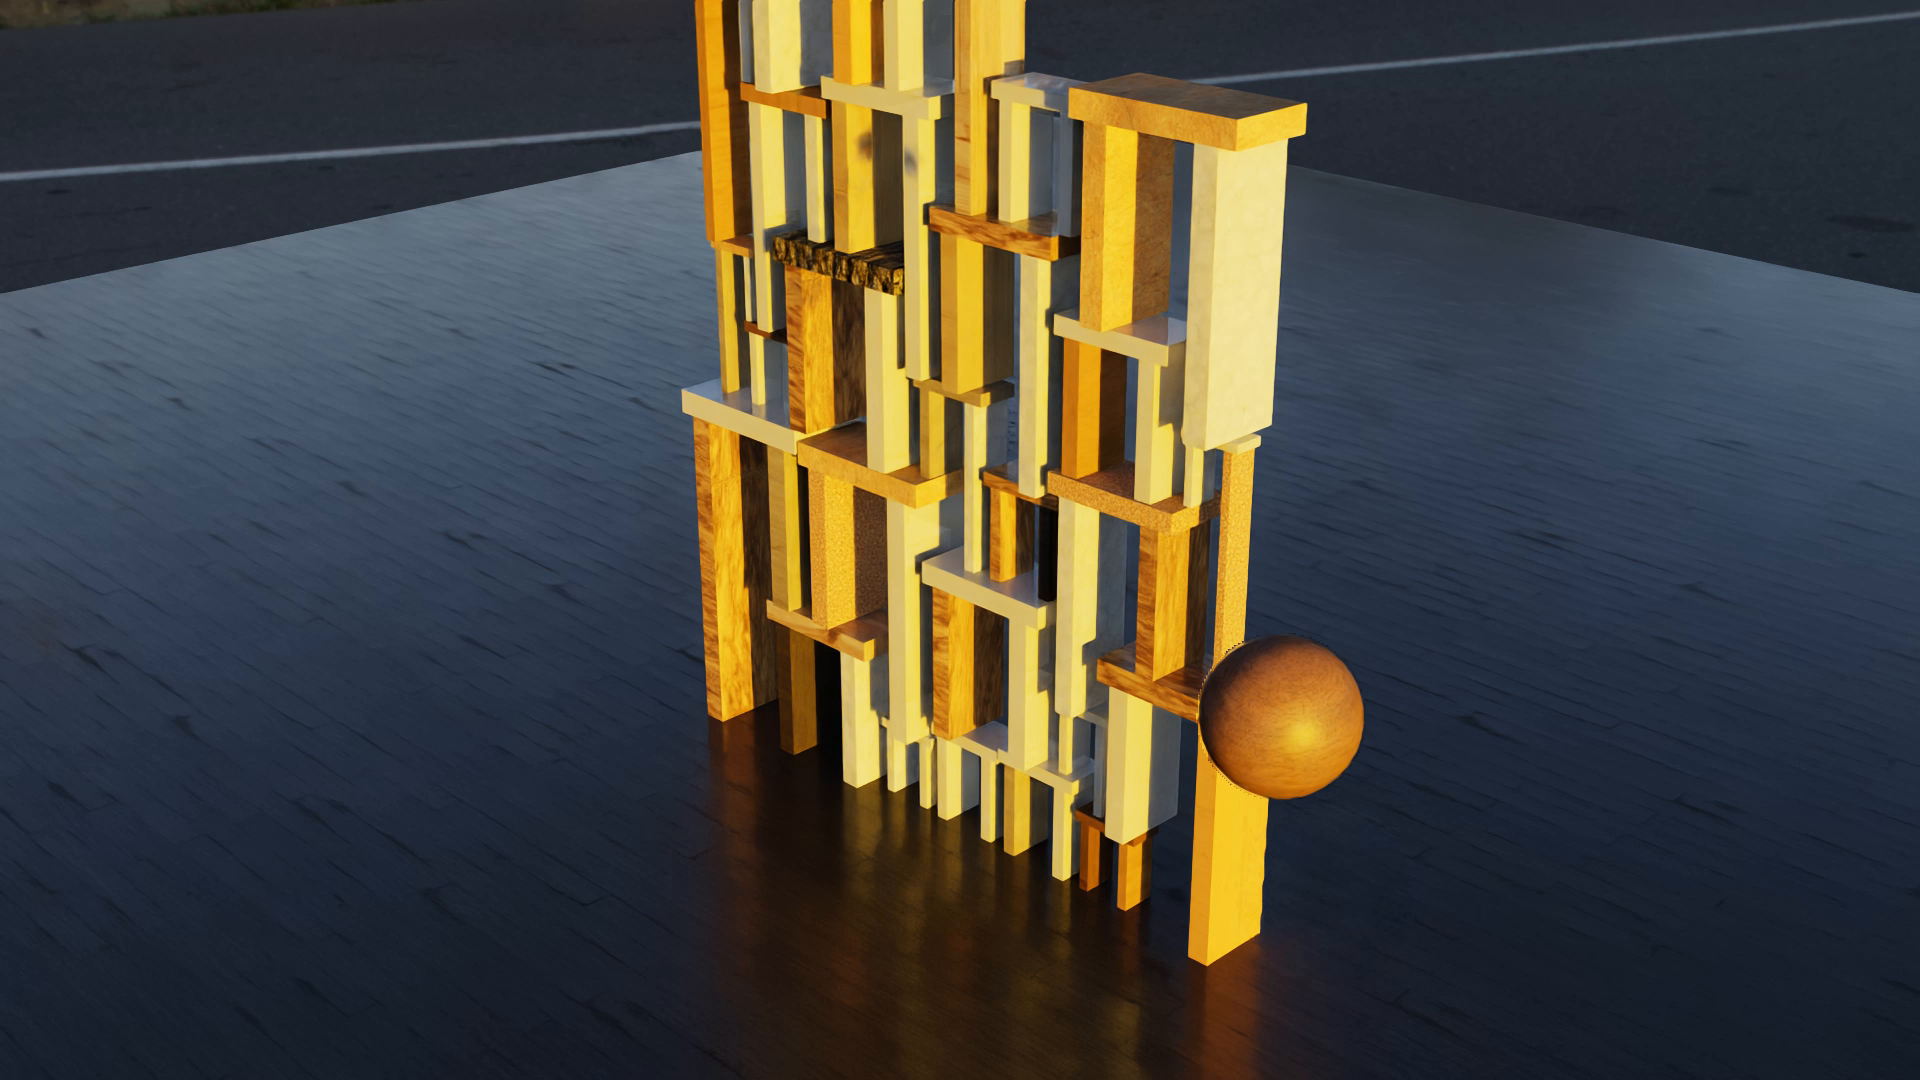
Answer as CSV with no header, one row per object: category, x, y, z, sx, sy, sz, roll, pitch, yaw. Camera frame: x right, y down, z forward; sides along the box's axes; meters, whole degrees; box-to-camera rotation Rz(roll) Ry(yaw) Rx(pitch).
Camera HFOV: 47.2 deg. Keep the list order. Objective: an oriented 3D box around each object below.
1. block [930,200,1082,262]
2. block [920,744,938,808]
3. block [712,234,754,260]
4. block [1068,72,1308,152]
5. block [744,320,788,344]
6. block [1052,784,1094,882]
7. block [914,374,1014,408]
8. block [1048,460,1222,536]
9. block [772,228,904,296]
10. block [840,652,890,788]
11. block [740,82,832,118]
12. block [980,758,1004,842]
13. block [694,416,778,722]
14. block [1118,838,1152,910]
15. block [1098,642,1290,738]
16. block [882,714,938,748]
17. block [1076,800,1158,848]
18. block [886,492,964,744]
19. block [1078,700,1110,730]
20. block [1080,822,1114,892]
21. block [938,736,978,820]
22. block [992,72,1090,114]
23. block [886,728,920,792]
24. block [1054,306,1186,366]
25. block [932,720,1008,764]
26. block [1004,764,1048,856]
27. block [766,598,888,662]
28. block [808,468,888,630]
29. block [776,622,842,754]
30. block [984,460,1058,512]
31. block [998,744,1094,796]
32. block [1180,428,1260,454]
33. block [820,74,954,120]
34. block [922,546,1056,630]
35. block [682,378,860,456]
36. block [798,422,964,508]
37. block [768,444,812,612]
block,0.101,-0.554,3.879,0.294,0.042,0.147,21,31,41
block,-0.049,0.468,4.474,0.020,0.143,0.072,21,31,41
block,-0.434,-0.594,4.436,0.133,0.019,0.067,21,31,41
block,0.363,-0.691,3.535,0.175,0.049,0.349,-21,31,-40
block,-0.357,-0.424,4.429,0.151,0.021,0.076,21,31,40
block,0.222,0.548,4.221,0.028,0.194,0.097,21,31,41
block,0.006,-0.289,4.094,0.089,0.025,0.177,-22,31,-40
block,0.306,-0.083,3.852,0.284,0.040,0.142,21,31,41
block,-0.181,-0.540,4.188,0.169,0.048,0.338,-21,31,-41
block,-0.175,0.349,4.555,0.042,0.300,0.150,21,31,41
block,-0.294,-0.847,4.187,0.242,0.034,0.121,21,31,41
block,0.083,0.498,4.352,0.026,0.183,0.091,21,31,41
block,-0.475,0.046,4.759,0.050,0.699,0.178,21,31,41
block,0.328,0.616,4.124,0.020,0.144,0.072,21,31,41
block,0.410,0.254,3.893,0.155,0.044,0.310,-21,31,-41
block,-0.083,0.380,4.473,0.143,0.020,0.072,21,31,40
block,0.294,0.527,4.123,0.144,0.020,0.072,21,31,41
block,-0.064,0.141,4.351,0.048,0.516,0.169,21,31,40
block,0.249,0.312,4.091,0.134,0.019,0.067,21,31,41
block,0.260,0.590,4.186,0.020,0.144,0.072,21,31,41
block,-0.003,0.465,4.432,0.026,0.183,0.091,21,31,41
block,0.165,-0.757,3.728,0.210,0.030,0.105,21,31,40
block,-0.117,0.442,4.536,0.020,0.143,0.072,21,31,41
block,0.296,-0.354,3.745,0.253,0.036,0.126,21,31,41
block,0.040,0.385,4.351,0.183,0.026,0.091,21,31,41
block,0.130,0.512,4.305,0.028,0.194,0.097,21,31,41
block,-0.245,0.164,4.553,0.300,0.042,0.150,21,31,41
block,-0.225,-0.004,4.461,0.048,0.338,0.169,21,31,41
block,-0.316,0.294,4.685,0.042,0.300,0.150,21,31,41
block,0.142,-0.102,4.035,0.185,0.026,0.093,21,31,40
block,0.176,0.428,4.220,0.194,0.028,0.097,21,31,41
block,0.436,-0.173,3.679,0.061,0.017,0.122,-21,31,-40
block,-0.105,-0.814,3.995,0.142,0.040,0.284,-22,31,-40
block,0.089,0.083,4.164,0.152,0.043,0.304,-21,31,-41
block,-0.391,-0.266,4.536,0.356,0.050,0.178,21,31,40
block,-0.144,-0.150,4.313,0.338,0.048,0.169,21,31,40
block,-0.307,-0.046,4.538,0.178,0.356,0.050,-21,31,-41
